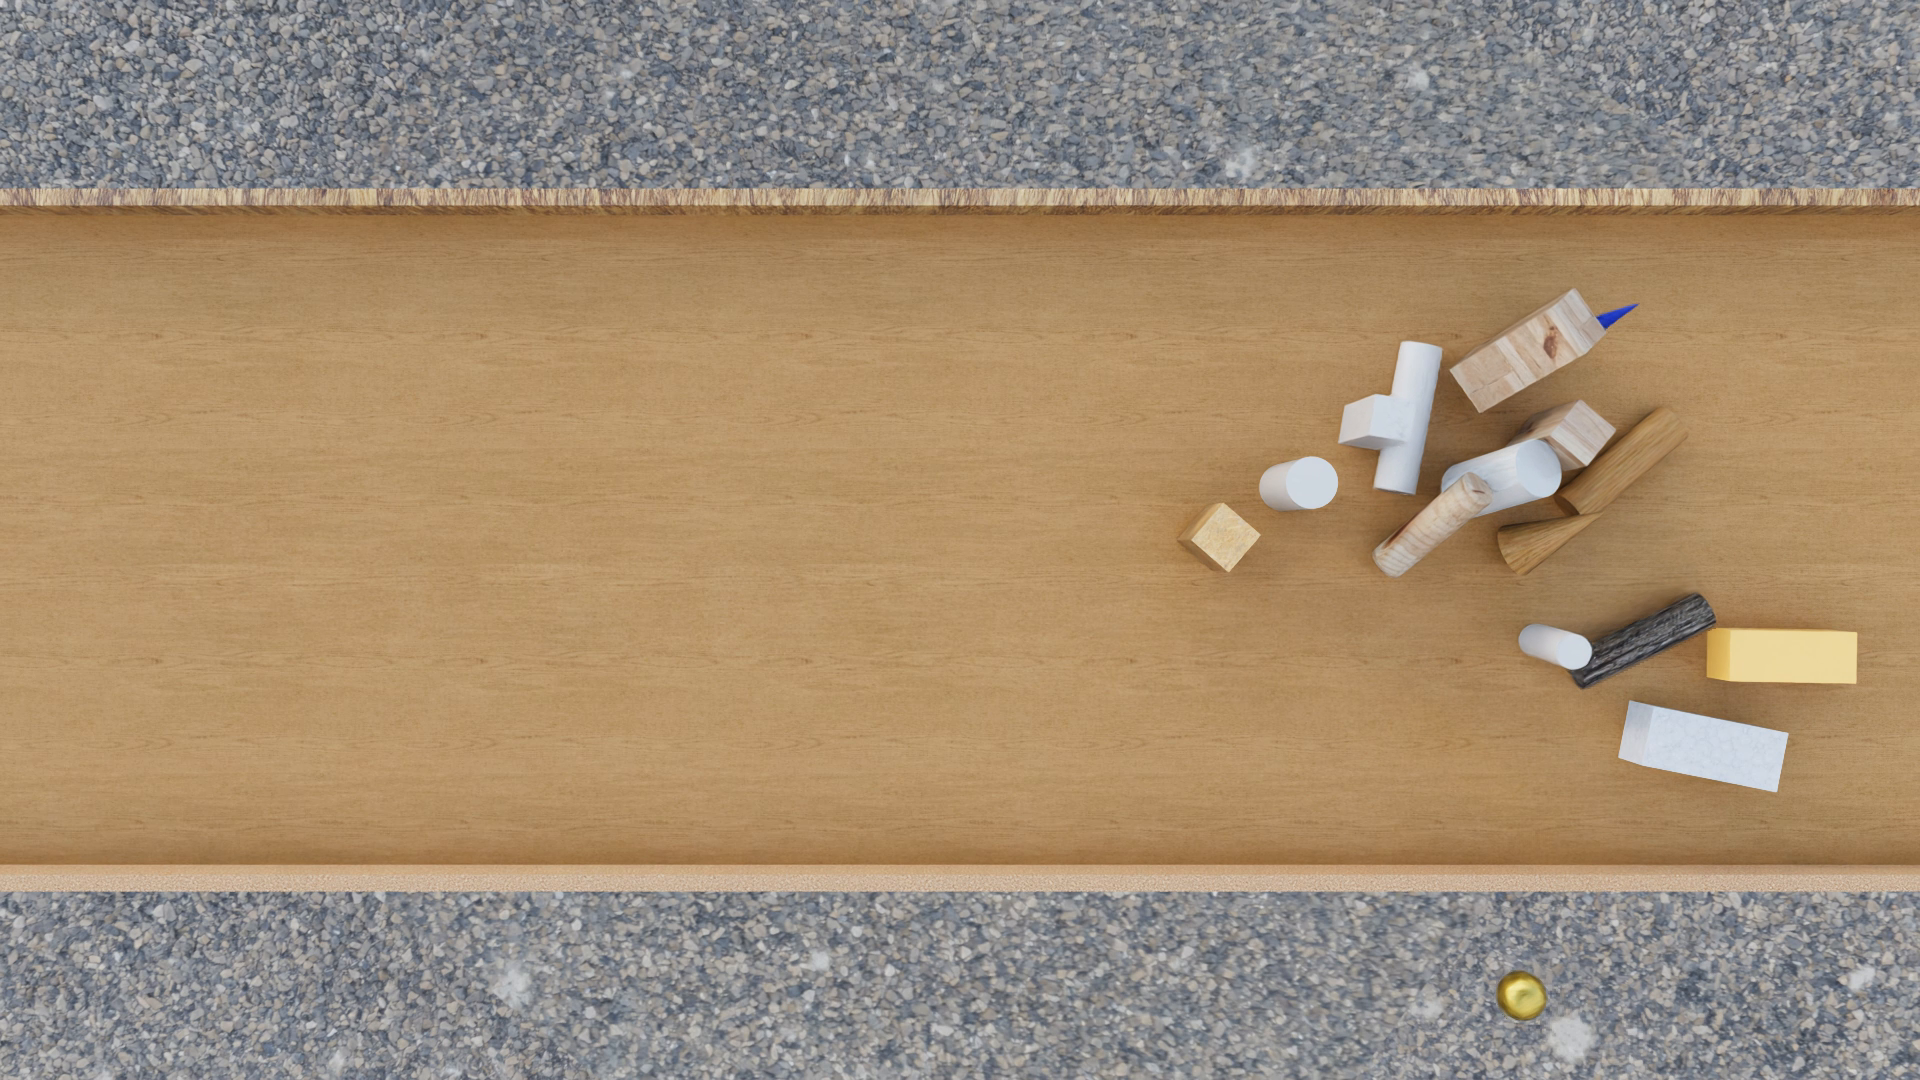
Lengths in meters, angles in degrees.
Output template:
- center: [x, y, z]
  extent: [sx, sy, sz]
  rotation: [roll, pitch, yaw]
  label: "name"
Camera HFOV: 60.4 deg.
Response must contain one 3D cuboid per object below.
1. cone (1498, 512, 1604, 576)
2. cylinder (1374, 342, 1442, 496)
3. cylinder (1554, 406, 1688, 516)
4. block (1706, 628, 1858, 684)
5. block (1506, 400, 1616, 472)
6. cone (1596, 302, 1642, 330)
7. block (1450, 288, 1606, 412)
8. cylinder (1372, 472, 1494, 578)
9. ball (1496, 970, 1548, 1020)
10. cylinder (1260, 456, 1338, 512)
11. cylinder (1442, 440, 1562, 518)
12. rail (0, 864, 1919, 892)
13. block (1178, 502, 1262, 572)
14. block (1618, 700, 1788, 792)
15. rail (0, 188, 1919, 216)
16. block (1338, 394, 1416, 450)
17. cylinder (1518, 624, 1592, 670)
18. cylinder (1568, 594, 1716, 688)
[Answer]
- center: [1.785, -0.027, 4.911]
  extent: [0.311, 0.165, 0.165]
  rotation: [-30, 90, 41]
  label: "cone"
- center: [1.362, -0.368, 5.014]
  extent: [0.126, 0.126, 0.450]
  rotation: [11, 90, 0]
  label: "cylinder"
- center: [2.009, -0.224, 5.014]
  extent: [0.412, 0.126, 0.126]
  rotation: [-40, 90, 0]
  label: "cylinder"
- center: [2.488, 0.349, 5.000]
  extent: [0.378, 0.152, 0.152]
  rotation: [1, 90, 0]
  label: "block"
- center: [1.778, -0.299, 4.897]
  extent: [0.137, 0.351, 0.137]
  rotation: [40, 86, 0]
  label: "block"
- center: [1.851, -0.621, 4.845]
  extent: [0.117, 0.450, 0.117]
  rotation: [4, 77, -17]
  label: "cone"
- center: [1.674, -0.557, 4.874]
  extent: [0.160, 0.393, 0.160]
  rotation: [-36, 90, -40]
  label: "block"
- center: [1.404, -0.041, 4.910]
  extent: [0.113, 0.113, 0.390]
  rotation: [43, 129, 0]
  label: "cylinder"
- center: [3.515, 2.852, 10.322]
  extent: [0.305, 0.305, 0.305]
  rotation: [0, 90, 0]
  label: "ball"
- center: [0.994, -0.162, 4.868]
  extent: [0.147, 0.417, 0.147]
  rotation: [0, 90, 0]
  label: "cylinder"
- center: [1.603, -0.178, 4.897]
  extent: [0.172, 0.316, 0.172]
  rotation: [5, 77, -24]
  label: "cylinder"
- center: [-2.247, 1.025, 5.001]
  extent: [12.000, 0.150, 0.050]
  rotation: [0, 90, 0]
  label: "rail"
- center: [0.766, -0.007, 4.910]
  extent: [0.142, 0.332, 0.142]
  rotation: [41, 90, 0]
  label: "block"
- center: [2.243, 0.622, 4.987]
  extent: [0.407, 0.179, 0.179]
  rotation: [11, 90, 0]
  label: "block"
- center: [-2.247, -1.025, 5.002]
  extent: [12.000, 0.150, 0.050]
  rotation: [0, 90, 0]
  label: "rail"
- center: [1.230, -0.346, 4.878]
  extent: [0.118, 0.397, 0.118]
  rotation: [10, 90, 1]
  label: "block"
- center: [1.769, 0.316, 4.911]
  extent: [0.103, 0.326, 0.103]
  rotation: [0, 92, 0]
  label: "cylinder"
- center: [2.069, 0.307, 5.022]
  extent: [0.438, 0.109, 0.109]
  rotation: [-26, 90, 0]
  label: "cylinder"
